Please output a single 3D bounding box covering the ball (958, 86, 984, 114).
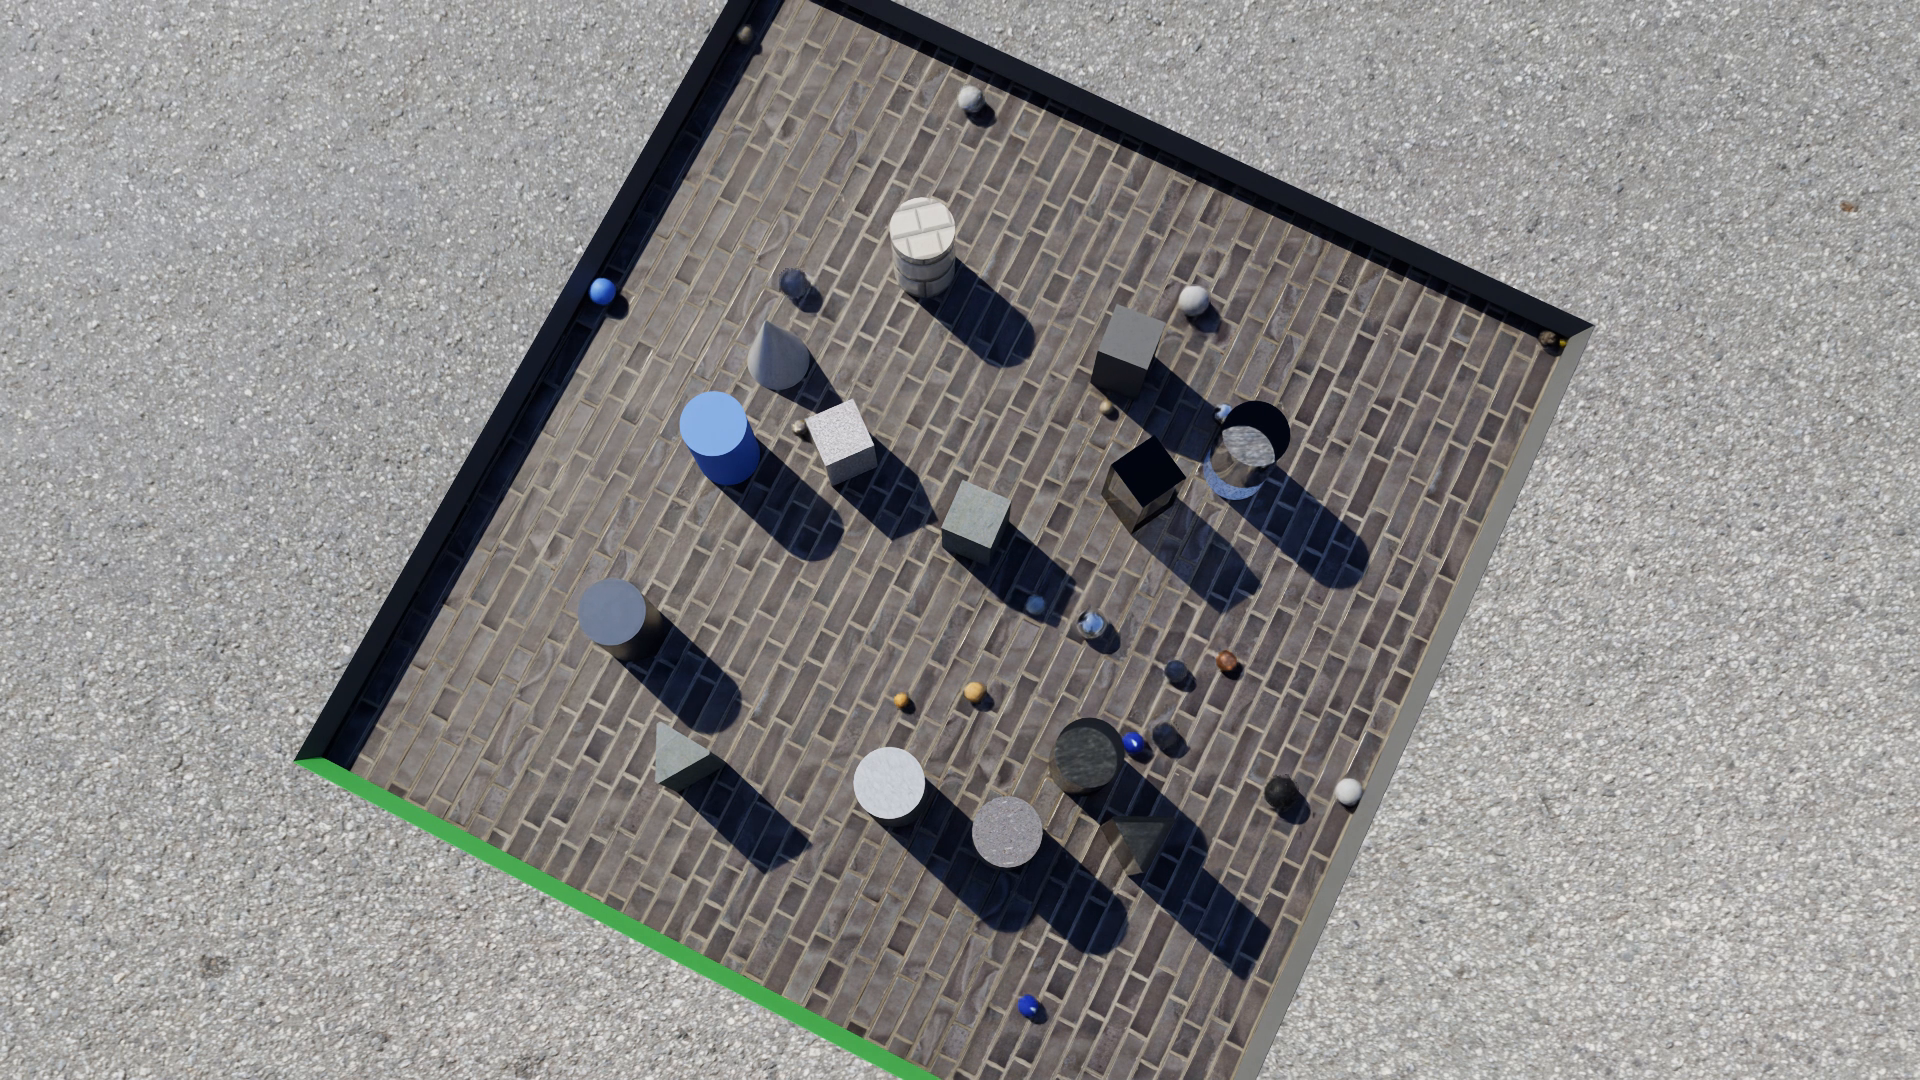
[{"bbox_3d":[0.036,-1.408,5.865,0.084,0.084,0.084,0,78,0],"label":"ball"}]

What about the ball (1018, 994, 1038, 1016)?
[{"bbox_3d":[0.197,1.348,5.307,0.060,0.060,0.060,0,78,0],"label":"ball"}]

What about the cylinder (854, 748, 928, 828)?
[{"bbox_3d":[-0.193,0.710,5.232,0.195,0.465,0.195,0,78,0],"label":"cylinder"}]

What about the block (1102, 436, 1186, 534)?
[{"bbox_3d":[0.543,-0.160,5.457,0.156,0.378,0.156,-34,80,-7],"label":"block"}]

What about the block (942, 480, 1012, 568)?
[{"bbox_3d":[0.048,-0.047,5.480,0.156,0.286,0.156,23,79,5],"label":"block"}]

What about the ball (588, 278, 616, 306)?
[{"bbox_3d":[-1.121,-0.777,5.735,0.084,0.084,0.084,0,78,0],"label":"ball"}]

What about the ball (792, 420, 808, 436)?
[{"bbox_3d":[-0.494,-0.347,5.665,0.046,0.046,0.046,0,78,0],"label":"ball"}]

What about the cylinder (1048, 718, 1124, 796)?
[{"bbox_3d":[0.362,0.630,5.291,0.195,0.382,0.195,0,78,0],"label":"cylinder"}]

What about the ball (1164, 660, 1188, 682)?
[{"bbox_3d":[0.647,0.393,5.501,0.068,0.068,0.068,0,78,0],"label":"ball"}]

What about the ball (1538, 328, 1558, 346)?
[{"bbox_3d":[1.835,-0.632,5.718,0.057,0.057,0.057,0,78,0],"label":"ball"}]

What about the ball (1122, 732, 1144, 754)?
[{"bbox_3d":[0.515,0.604,5.458,0.066,0.066,0.066,0,78,0],"label":"ball"}]

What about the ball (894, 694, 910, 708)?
[{"bbox_3d":[-0.175,0.481,5.494,0.045,0.045,0.045,0,78,0],"label":"ball"}]

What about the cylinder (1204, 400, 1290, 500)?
[{"bbox_3d":[0.849,-0.262,5.454,0.195,0.425,0.195,0,78,0],"label":"cylinder"}]

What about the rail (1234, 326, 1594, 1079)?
[{"bbox_3d":[1.272,0.630,5.420,0.045,0.127,2.939,26,80,5],"label":"rail"}]

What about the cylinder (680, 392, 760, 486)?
[{"bbox_3d":[-0.716,-0.301,5.493,0.195,0.363,0.195,0,78,0],"label":"cylinder"}]

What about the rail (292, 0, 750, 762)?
[{"bbox_3d":[-1.272,-0.616,5.678,0.045,0.127,2.939,26,80,5],"label":"rail"}]

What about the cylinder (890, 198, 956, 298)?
[{"bbox_3d":[-0.112,-0.892,5.624,0.195,0.348,0.195,0,78,0],"label":"cylinder"}]

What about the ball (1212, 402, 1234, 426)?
[{"bbox_3d":[0.816,-0.388,5.659,0.073,0.073,0.073,0,78,0],"label":"ball"}]

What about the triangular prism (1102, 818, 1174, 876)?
[{"bbox_3d":[0.480,0.839,5.210,0.146,0.456,0.169,31,80,6],"label":"triangular prism"}]

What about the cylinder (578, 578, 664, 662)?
[{"bbox_3d":[-0.994,0.239,5.396,0.195,0.334,0.195,0,78,0],"label":"cylinder"}]

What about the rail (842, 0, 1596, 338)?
[{"bbox_3d":[0.647,-1.260,5.811,2.893,0.127,0.045,26,80,5],"label":"rail"}]

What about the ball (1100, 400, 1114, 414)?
[{"bbox_3d":[0.454,-0.411,5.679,0.043,0.043,0.043,0,78,0],"label":"ball"}]

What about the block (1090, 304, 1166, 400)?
[{"bbox_3d":[0.507,-0.566,5.566,0.156,0.329,0.156,22,79,4],"label":"block"}]

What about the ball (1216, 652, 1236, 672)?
[{"bbox_3d":[0.800,0.365,5.510,0.061,0.061,0.061,0,78,0],"label":"ball"}]

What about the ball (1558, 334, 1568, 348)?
[{"bbox_3d":[1.889,-0.621,5.723,0.042,0.042,0.042,0,78,0],"label":"ball"}]

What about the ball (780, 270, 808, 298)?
[{"bbox_3d":[-0.520,-0.803,5.737,0.090,0.090,0.090,0,78,0],"label":"ball"}]

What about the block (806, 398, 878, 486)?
[{"bbox_3d":[-0.357,-0.292,5.544,0.156,0.261,0.156,-24,79,-5],"label":"block"}]

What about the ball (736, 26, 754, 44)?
[{"bbox_3d":[-0.698,-1.632,5.924,0.059,0.059,0.059,0,78,0],"label":"ball"}]

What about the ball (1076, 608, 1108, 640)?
[{"bbox_3d":[0.397,0.254,5.517,0.092,0.092,0.092,0,78,0],"label":"ball"}]

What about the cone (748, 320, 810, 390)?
[{"bbox_3d":[-0.568,-0.603,5.540,0.195,0.394,0.195,0,78,0],"label":"cone"}]

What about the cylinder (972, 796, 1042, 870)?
[{"bbox_3d":[0.131,0.845,5.253,0.195,0.370,0.195,0,78,0],"label":"cylinder"}]

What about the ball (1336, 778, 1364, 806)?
[{"bbox_3d":[1.151,0.745,5.421,0.081,0.081,0.081,0,78,0],"label":"ball"}]

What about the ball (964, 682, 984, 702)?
[{"bbox_3d":[0.043,0.455,5.490,0.063,0.063,0.063,0,78,0],"label":"ball"}]

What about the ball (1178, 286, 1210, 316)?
[{"bbox_3d":[0.730,-0.746,5.722,0.096,0.096,0.096,0,78,0],"label":"ball"}]

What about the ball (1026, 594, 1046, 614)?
[{"bbox_3d":[0.228,0.196,5.545,0.061,0.061,0.061,0,78,0],"label":"ball"}]

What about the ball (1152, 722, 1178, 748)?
[{"bbox_3d":[0.608,0.580,5.458,0.076,0.076,0.076,0,78,0],"label":"ball"}]

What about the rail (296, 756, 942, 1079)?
[{"bbox_3d":[-0.647,1.273,5.287,2.893,0.127,0.045,26,80,5],"label":"rail"}]

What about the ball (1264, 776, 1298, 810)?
[{"bbox_3d":[0.948,0.747,5.412,0.098,0.098,0.098,0,78,0],"label":"ball"}]

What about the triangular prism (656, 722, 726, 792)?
[{"bbox_3d":[-0.809,0.610,5.303,0.169,0.367,0.146,-29,80,-6],"label":"triangular prism"}]
